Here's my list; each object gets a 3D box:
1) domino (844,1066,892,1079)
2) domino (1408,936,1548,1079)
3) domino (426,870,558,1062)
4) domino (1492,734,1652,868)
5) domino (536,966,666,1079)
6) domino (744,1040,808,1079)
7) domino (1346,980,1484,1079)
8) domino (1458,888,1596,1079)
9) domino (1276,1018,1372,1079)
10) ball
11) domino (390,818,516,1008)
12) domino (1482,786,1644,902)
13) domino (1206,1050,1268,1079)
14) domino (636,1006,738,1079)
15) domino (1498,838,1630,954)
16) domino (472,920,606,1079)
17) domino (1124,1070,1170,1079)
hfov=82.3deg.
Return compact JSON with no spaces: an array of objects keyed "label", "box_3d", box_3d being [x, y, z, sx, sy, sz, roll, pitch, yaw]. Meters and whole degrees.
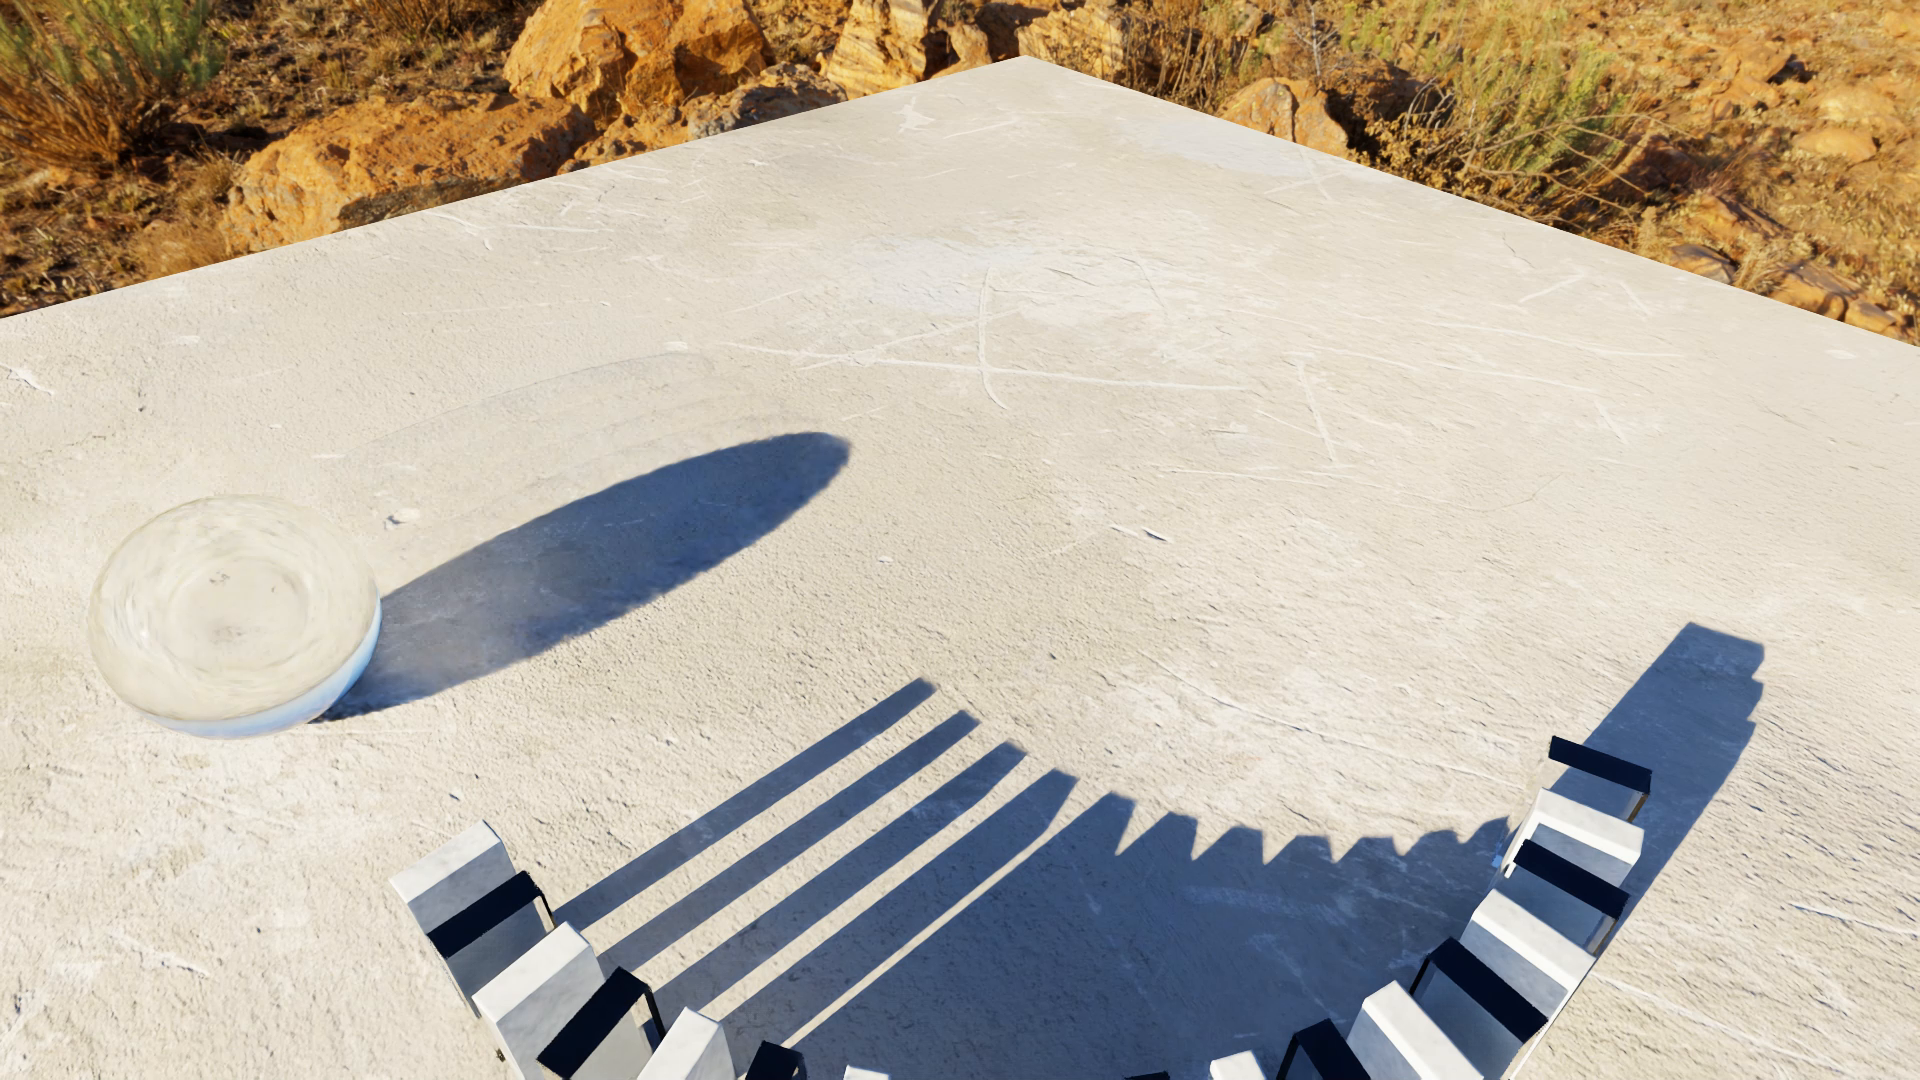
[{"label":"domino","box_3d":[-0.022,0.140,0.241,0.009,0.050,0.025,7,40,9]},{"label":"domino","box_3d":[0.119,0.120,0.264,0.009,0.050,0.025,-25,45,-27]},{"label":"domino","box_3d":[-0.113,0.109,0.279,0.009,0.050,0.025,32,49,33]},{"label":"domino","box_3d":[0.173,0.080,0.314,0.025,0.050,0.009,20,43,23]},{"label":"domino","box_3d":[-0.081,0.126,0.258,0.009,0.050,0.025,21,44,23]},{"label":"domino","box_3d":[-0.042,0.137,0.245,0.010,0.050,0.025,11,41,14]},{"label":"domino","box_3d":[0.101,0.128,0.256,0.009,0.050,0.025,-19,43,-22]},{"label":"domino","box_3d":[0.135,0.112,0.275,0.009,0.050,0.025,-30,48,-31]},{"label":"domino","box_3d":[0.082,0.133,0.249,0.009,0.050,0.025,-15,42,-17]},{"label":"ball","box_3d":[-0.233,0.025,0.358,0.080,0.080,0.080,0,39,0]},{"label":"domino","box_3d":[-0.128,0.099,0.290,0.010,0.050,0.025,31,48,32]},{"label":"domino","box_3d":[0.162,0.092,0.300,0.025,0.050,0.009,22,44,24]},{"label":"domino","box_3d":[0.062,0.138,0.243,0.009,0.050,0.025,-10,40,-12]},{"label":"domino","box_3d":[-0.062,0.132,0.251,0.010,0.050,0.025,16,42,19]},{"label":"domino","box_3d":[0.150,0.102,0.286,0.025,0.050,0.010,29,47,30]},{"label":"domino","box_3d":[-0.098,0.118,0.268,0.009,0.050,0.025,28,47,30]},{"label":"domino","box_3d":[0.041,0.141,0.240,0.009,0.050,0.025,-6,40,-7]}]
